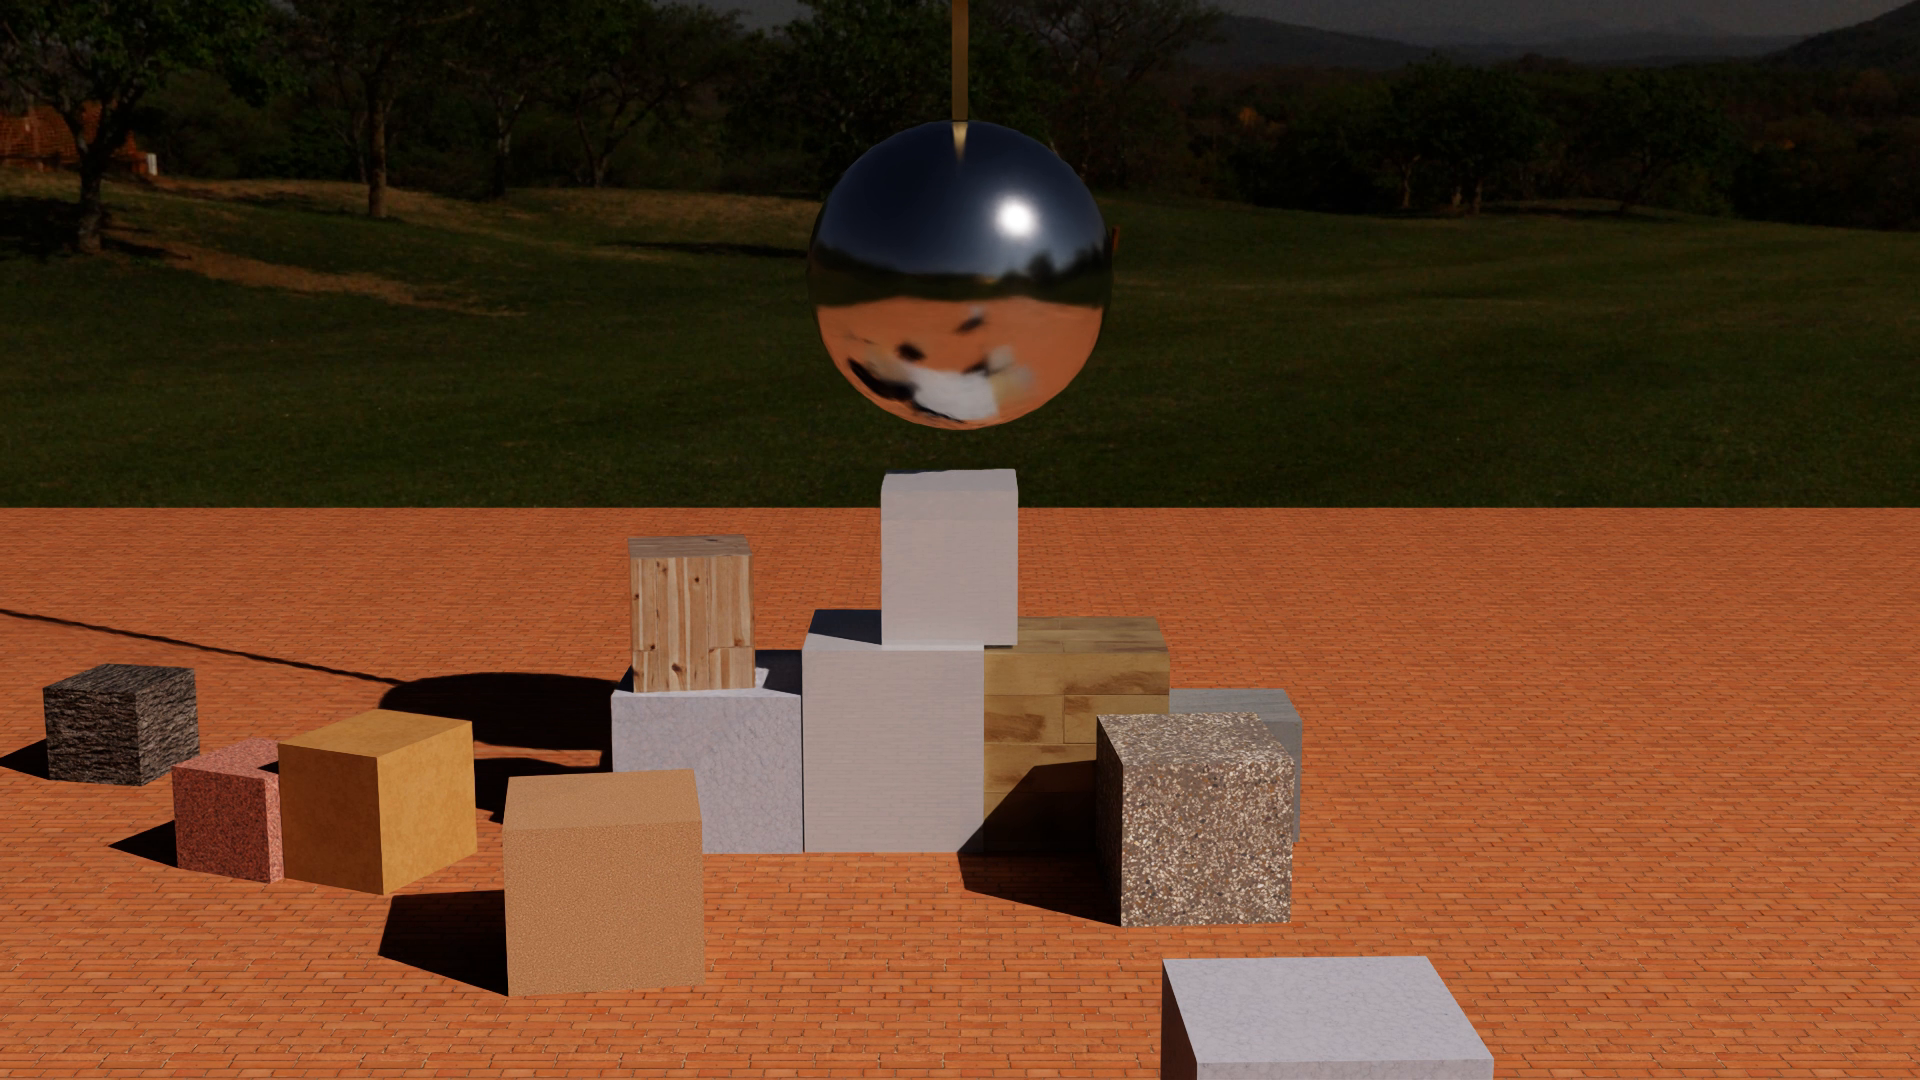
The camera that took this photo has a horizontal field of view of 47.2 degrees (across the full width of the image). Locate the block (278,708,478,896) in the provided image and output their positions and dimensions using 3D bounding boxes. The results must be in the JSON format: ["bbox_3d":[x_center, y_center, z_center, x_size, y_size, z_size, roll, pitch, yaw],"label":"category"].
[{"bbox_3d":[-2.833,1.263,10.736,0.595,0.673,0.715,5,11,24],"label":"block"}]

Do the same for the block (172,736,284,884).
[{"bbox_3d":[-3.444,1.323,10.844,0.572,0.518,0.574,4,11,23],"label":"block"}]

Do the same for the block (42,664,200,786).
[{"bbox_3d":[-4.719,1.034,12.398,0.568,0.529,0.592,2,11,12],"label":"block"}]

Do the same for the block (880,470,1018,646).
[{"bbox_3d":[-0.051,0.075,11.204,0.673,0.774,0.730,0,10,0],"label":"block"}]

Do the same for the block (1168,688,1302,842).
[{"bbox_3d":[1.386,1.161,11.410,0.663,0.633,0.671,0,10,0],"label":"block"}]

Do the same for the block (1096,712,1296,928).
[{"bbox_3d":[1.083,1.294,10.330,0.777,0.758,0.873,-1,10,-4],"label":"block"}]

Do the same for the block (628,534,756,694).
[{"bbox_3d":[-1.370,0.364,11.175,0.602,0.676,0.600,-2,10,-10],"label":"block"}]

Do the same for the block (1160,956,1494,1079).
[{"bbox_3d":[1.094,1.865,6.790,0.857,0.901,0.810,0,10,-2],"label":"block"}]

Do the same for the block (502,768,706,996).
[{"bbox_3d":[-1.537,1.463,9.511,0.813,0.719,0.780,-2,10,-9],"label":"block"}]

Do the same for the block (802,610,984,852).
[{"bbox_3d":[-0.327,0.966,11.363,0.894,1.035,0.963,0,10,0],"label":"block"}]

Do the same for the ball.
[{"bbox_3d":[0.000,-1.373,11.424,1.600,1.600,1.600,0,10,0],"label":"ball"}]

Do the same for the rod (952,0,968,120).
[{"bbox_3d":[0.000,-4.658,10.547,0.080,5.200,0.080,0,15,0],"label":"rod"}]

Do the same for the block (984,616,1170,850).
[{"bbox_3d":[0.577,0.982,11.341,0.915,1.010,0.866,0,10,0],"label":"block"}]

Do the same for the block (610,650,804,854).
[{"bbox_3d":[-1.252,1.076,11.396,0.934,0.805,1.016,0,10,0],"label":"block"}]
